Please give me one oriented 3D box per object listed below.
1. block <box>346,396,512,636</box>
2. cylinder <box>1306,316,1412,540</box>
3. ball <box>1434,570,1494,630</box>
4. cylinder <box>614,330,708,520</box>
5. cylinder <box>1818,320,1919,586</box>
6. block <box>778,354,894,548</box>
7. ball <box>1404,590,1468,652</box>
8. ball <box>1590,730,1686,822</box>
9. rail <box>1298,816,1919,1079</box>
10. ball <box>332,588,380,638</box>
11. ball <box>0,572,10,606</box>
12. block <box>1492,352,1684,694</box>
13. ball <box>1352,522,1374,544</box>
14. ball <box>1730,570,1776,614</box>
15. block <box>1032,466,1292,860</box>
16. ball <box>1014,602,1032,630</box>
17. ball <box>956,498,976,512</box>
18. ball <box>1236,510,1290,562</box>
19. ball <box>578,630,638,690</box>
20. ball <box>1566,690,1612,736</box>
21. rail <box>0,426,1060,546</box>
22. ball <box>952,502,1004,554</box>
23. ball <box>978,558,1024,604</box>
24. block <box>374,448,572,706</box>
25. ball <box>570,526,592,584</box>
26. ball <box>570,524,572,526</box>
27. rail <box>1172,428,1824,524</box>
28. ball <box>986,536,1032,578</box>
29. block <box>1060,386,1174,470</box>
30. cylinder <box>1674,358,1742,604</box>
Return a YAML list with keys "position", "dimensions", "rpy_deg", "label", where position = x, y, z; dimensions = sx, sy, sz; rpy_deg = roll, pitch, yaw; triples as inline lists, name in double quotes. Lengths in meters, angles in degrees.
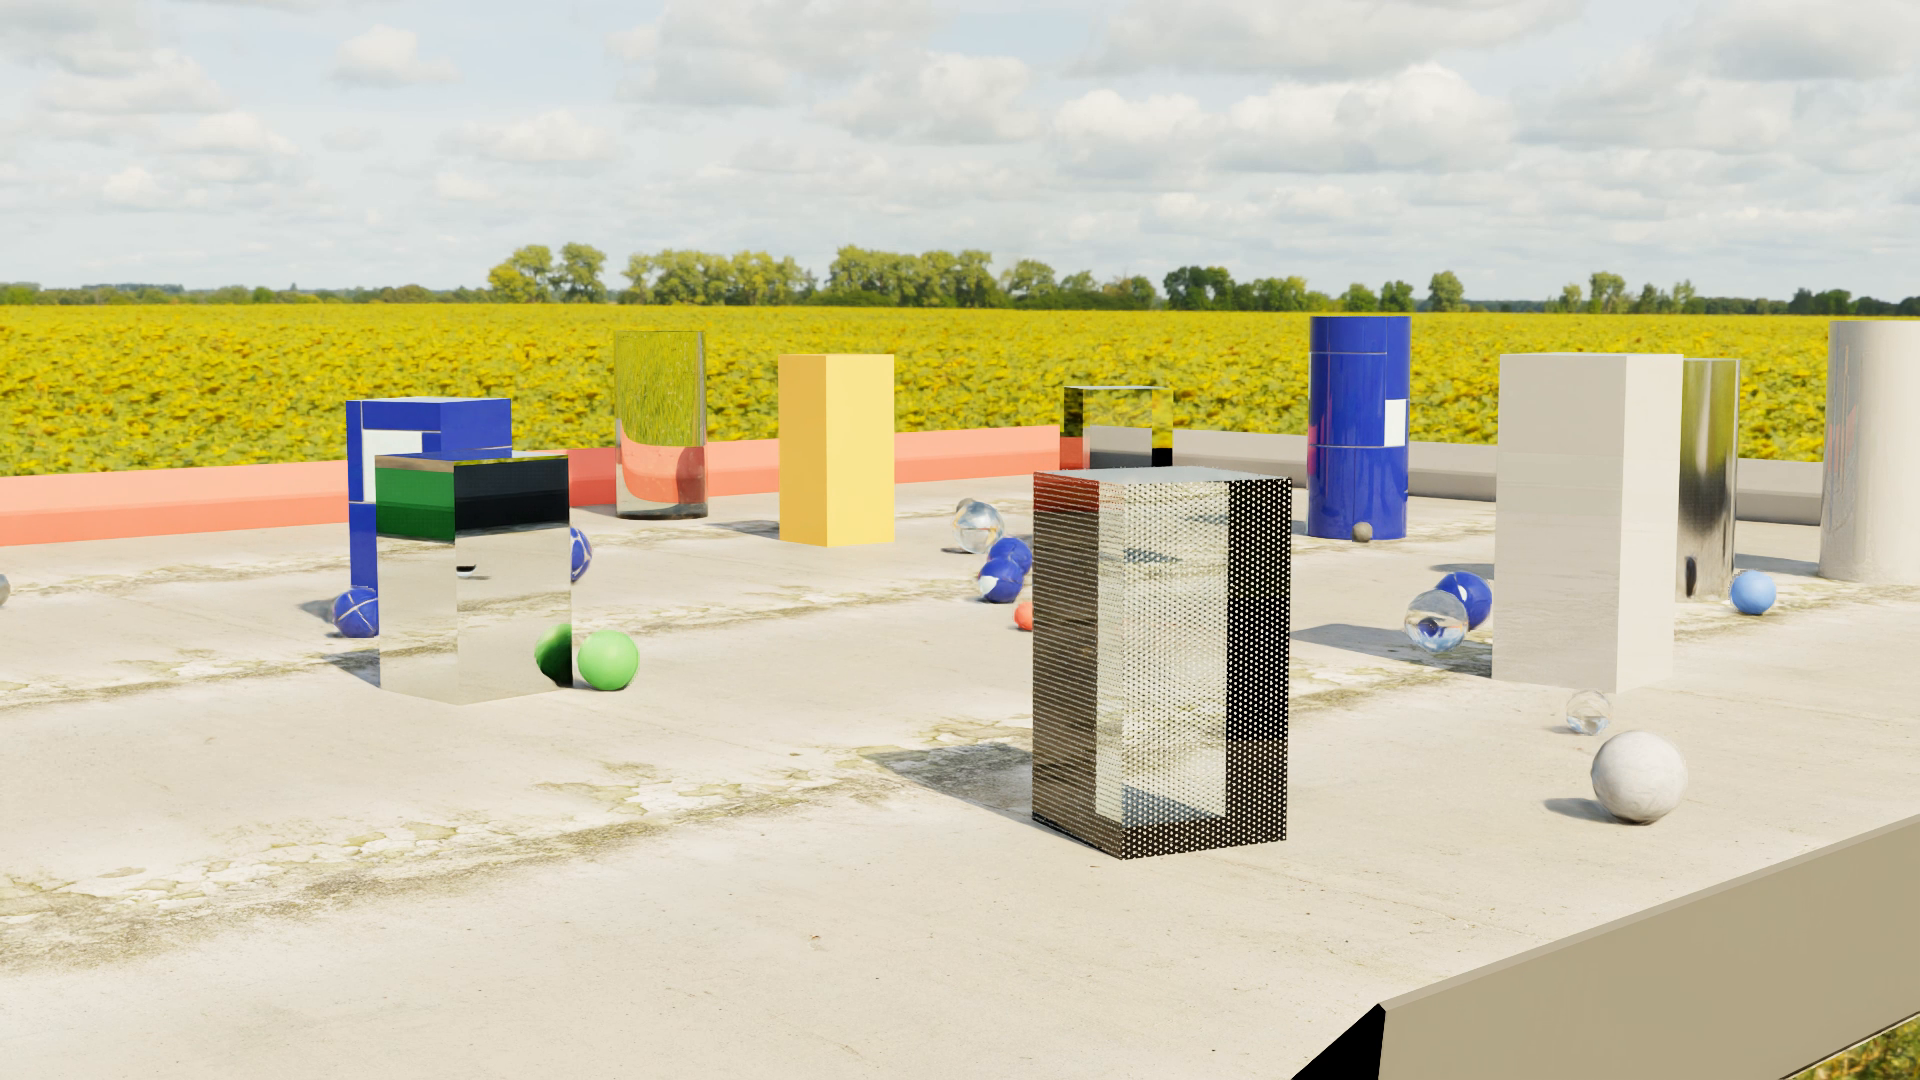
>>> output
- position: [-0.737, -0.035, 3.070]
  dimensions: [0.159, 0.322, 0.159]
  rpy_deg: [3, 7, 24]
  label: "block"
- position: [0.790, -0.225, 4.359]
  dimensions: [0.199, 0.434, 0.199]
  rpy_deg: [0, 6, 0]
  label: "cylinder"
- position: [0.702, 0.085, 3.071]
  dimensions: [0.084, 0.084, 0.084]
  rpy_deg: [0, 6, 0]
  label: "ball"
- position: [-0.647, -0.251, 4.761]
  dimensions: [0.199, 0.401, 0.199]
  rpy_deg: [0, 6, 0]
  label: "cylinder"
- position: [1.544, -0.150, 3.660]
  dimensions: [0.199, 0.428, 0.199]
  rpy_deg: [0, 6, 0]
  label: "cylinder"
- position: [-0.239, -0.177, 4.251]
  dimensions: [0.159, 0.361, 0.159]
  rpy_deg: [-5, 8, -39]
  label: "block"
- position: [0.623, 0.106, 2.875]
  dimensions: [0.082, 0.082, 0.082]
  rpy_deg: [0, 6, 0]
  label: "ball"
- position: [0.593, 0.206, 1.922]
  dimensions: [0.080, 0.080, 0.080]
  rpy_deg: [0, 6, 0]
  label: "ball"
- position: [1.238, 0.173, 1.997]
  dimensions: [4.333, 0.129, 0.045]
  rpy_deg: [-5, 8, -42]
  label: "rail"
- position: [-0.819, 0.100, 2.995]
  dimensions: [0.070, 0.070, 0.070]
  rpy_deg: [0, 6, 0]
  label: "ball"
- position: [-1.450, 0.074, 3.277]
  dimensions: [0.063, 0.063, 0.063]
  rpy_deg: [0, 6, 0]
  label: "ball"
- position: [0.757, -0.027, 2.657]
  dimensions: [0.159, 0.393, 0.159]
  rpy_deg: [5, 8, 41]
  label: "block"
- position: [0.774, -0.015, 4.232]
  dimensions: [0.041, 0.041, 0.041]
  rpy_deg: [0, 6, 0]
  label: "ball"
- position: [1.168, 0.077, 3.237]
  dimensions: [0.064, 0.064, 0.064]
  rpy_deg: [0, 6, 0]
  label: "ball"
- position: [0.169, 0.097, 1.877]
  dimensions: [0.159, 0.306, 0.159]
  rpy_deg: [-3, 7, -25]
  label: "block"
- position: [0.096, 0.106, 3.075]
  dimensions: [0.040, 0.040, 0.040]
  rpy_deg: [0, 6, 0]
  label: "ball"
- position: [0.018, -0.062, 4.629]
  dimensions: [0.052, 0.052, 0.052]
  rpy_deg: [0, 6, 0]
  label: "ball"
- position: [0.540, -0.008, 3.921]
  dimensions: [0.093, 0.093, 0.093]
  rpy_deg: [0, 6, 0]
  label: "ball"
- position: [-0.414, 0.141, 2.588]
  dimensions: [0.072, 0.072, 0.072]
  rpy_deg: [0, 6, 0]
  label: "ball"
- position: [0.662, 0.182, 2.316]
  dimensions: [0.048, 0.048, 0.048]
  rpy_deg: [0, 6, 0]
  label: "ball"
- position: [-1.238, -0.105, 4.666]
  dimensions: [4.333, 0.129, 0.045]
  rpy_deg: [-5, 8, -42]
  label: "rail"
- position: [0.034, -0.023, 4.047]
  dimensions: [0.095, 0.095, 0.095]
  rpy_deg: [0, 6, 0]
  label: "ball"
- position: [0.062, 0.061, 3.359]
  dimensions: [0.071, 0.071, 0.071]
  rpy_deg: [0, 6, 0]
  label: "ball"
- position: [-0.571, 0.038, 2.585]
  dimensions: [0.159, 0.277, 0.159]
  rpy_deg: [5, 8, 42]
  label: "block"
- position: [-0.650, 0.023, 3.584]
  dimensions: [0.100, 0.100, 0.100]
  rpy_deg: [0, 6, 0]
  label: "ball"
- position: [-0.695, 0.008, 3.771]
  dimensions: [0.091, 0.091, 0.091]
  rpy_deg: [0, 6, 0]
  label: "ball"
- position: [1.575, -0.117, 4.777]
  dimensions: [0.045, 0.129, 3.699]
  rpy_deg: [-5, 8, -42]
  label: "rail"
- position: [0.082, 0.033, 3.612]
  dimensions: [0.076, 0.076, 0.076]
  rpy_deg: [0, 6, 0]
  label: "ball"
- position: [0.283, -0.125, 4.013]
  dimensions: [0.159, 0.306, 0.159]
  rpy_deg: [-2, 6, -17]
  label: "block"
- position: [1.112, -0.098, 3.444]
  dimensions: [0.199, 0.370, 0.199]
  rpy_deg: [0, 6, 0]
  label: "cylinder"
